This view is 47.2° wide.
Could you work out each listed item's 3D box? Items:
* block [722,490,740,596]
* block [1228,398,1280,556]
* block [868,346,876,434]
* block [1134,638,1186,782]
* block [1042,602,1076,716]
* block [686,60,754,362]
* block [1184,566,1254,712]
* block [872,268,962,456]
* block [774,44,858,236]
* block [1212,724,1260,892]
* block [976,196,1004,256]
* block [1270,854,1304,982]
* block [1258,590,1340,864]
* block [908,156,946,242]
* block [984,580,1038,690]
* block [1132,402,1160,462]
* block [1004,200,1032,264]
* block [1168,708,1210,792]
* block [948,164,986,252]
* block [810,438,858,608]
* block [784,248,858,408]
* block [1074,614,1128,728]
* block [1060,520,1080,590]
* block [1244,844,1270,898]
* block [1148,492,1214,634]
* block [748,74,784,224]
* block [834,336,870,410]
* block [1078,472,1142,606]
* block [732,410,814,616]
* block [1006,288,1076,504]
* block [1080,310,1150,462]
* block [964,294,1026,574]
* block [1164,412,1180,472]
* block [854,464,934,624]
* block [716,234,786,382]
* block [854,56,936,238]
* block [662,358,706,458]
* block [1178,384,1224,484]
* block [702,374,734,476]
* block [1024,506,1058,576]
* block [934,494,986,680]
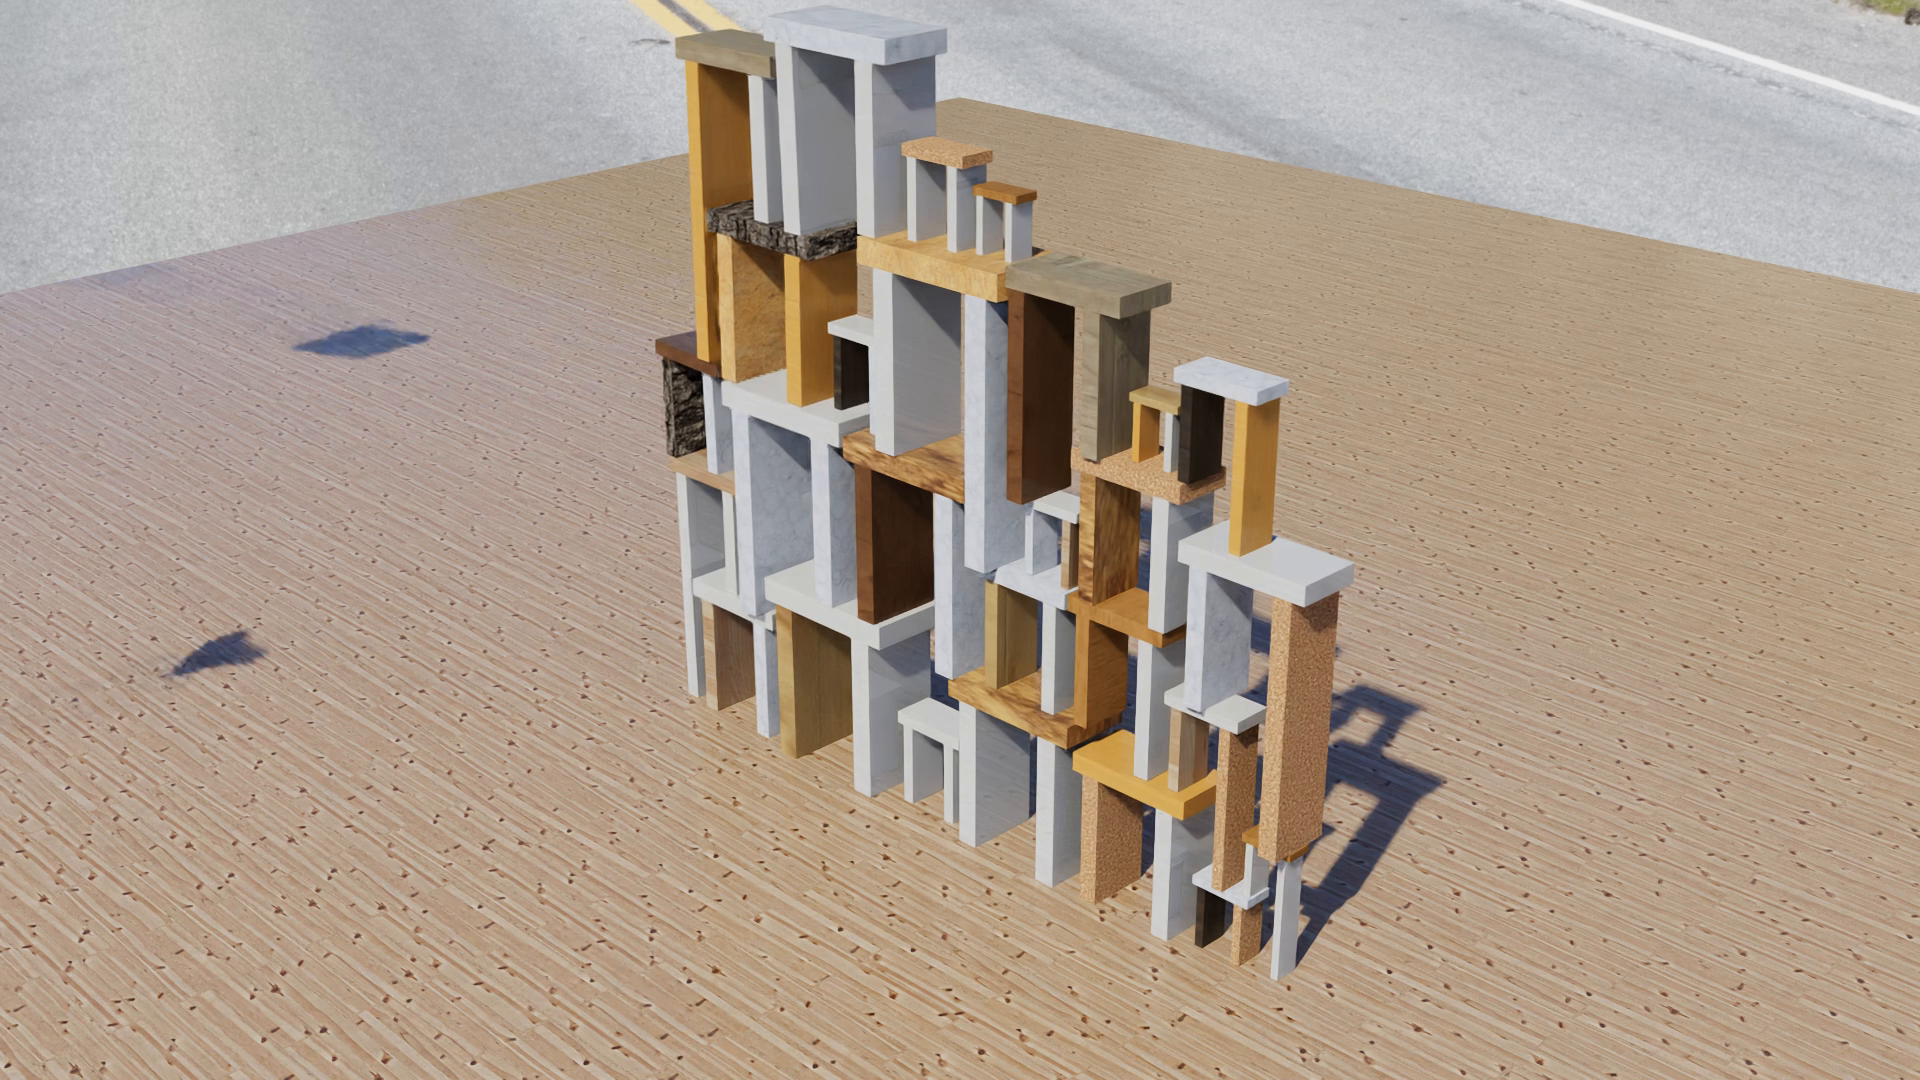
[{"bbox_3d":[-0.448,-0.009,4.708,0.117,0.234,0.033,-22,32,-40],"label":"block"},{"bbox_3d":[0.488,-0.111,3.646,0.086,0.270,0.024,-21,31,-40],"label":"block"},{"bbox_3d":[-0.140,-0.296,4.252,0.021,0.177,0.076,21,31,41],"label":"block"},{"bbox_3d":[0.365,0.289,3.955,0.111,0.274,0.031,-21,31,-40],"label":"block"},{"bbox_3d":[0.202,0.204,4.091,0.031,0.221,0.111,21,31,41],"label":"block"},{"bbox_3d":[-0.474,-0.671,4.457,0.141,0.613,0.040,-19,30,-38],"label":"block"},{"bbox_3d":[0.449,0.152,3.809,0.133,0.266,0.038,-21,31,-40],"label":"block"},{"bbox_3d":[-0.079,-0.354,4.156,0.051,0.358,0.179,21,31,41],"label":"block"},{"bbox_3d":[-0.268,-0.773,4.185,0.045,0.357,0.160,21,32,40],"label":"block"},{"bbox_3d":[0.486,0.465,3.887,0.082,0.323,0.023,-21,31,-40],"label":"block"},{"bbox_3d":[0.053,-0.568,3.934,0.015,0.107,0.054,21,31,40],"label":"block"},{"bbox_3d":[0.577,0.661,3.884,0.015,0.248,0.053,21,31,41],"label":"block"},{"bbox_3d":[0.575,0.306,3.737,0.133,0.492,0.038,-21,31,-40],"label":"block"},{"bbox_3d":[-0.060,-0.629,4.017,0.022,0.155,0.077,21,31,41],"label":"block"},{"bbox_3d":[0.098,0.164,4.187,0.031,0.221,0.111,21,31,41],"label":"block"},{"bbox_3d":[0.322,-0.192,3.796,0.054,0.107,0.015,-21,31,-40],"label":"block"},{"bbox_3d":[0.104,-0.548,3.887,0.015,0.107,0.054,21,31,40],"label":"block"},{"bbox_3d":[0.409,0.361,3.927,0.082,0.164,0.023,-21,31,-41],"label":"block"},{"bbox_3d":[0.013,-0.601,3.950,0.022,0.155,0.077,21,31,40],"label":"block"},{"bbox_3d":[-0.213,-0.056,4.426,0.176,0.353,0.050,-21,31,-41],"label":"block"},{"bbox_3d":[-0.272,-0.427,4.331,0.043,0.303,0.152,22,31,40],"label":"block"},{"bbox_3d":[0.260,0.225,4.041,0.031,0.222,0.111,21,31,40],"label":"block"},{"bbox_3d":[0.214,0.019,3.994,0.019,0.133,0.067,22,31,40],"label":"block"},{"bbox_3d":[0.527,0.576,3.902,0.053,0.105,0.015,-21,31,-41],"label":"block"},{"bbox_3d":[0.385,0.027,3.824,0.035,0.248,0.124,21,31,41],"label":"block"},{"bbox_3d":[-0.339,-0.769,4.271,0.040,0.283,0.141,20,31,40],"label":"block"},{"bbox_3d":[-0.212,-0.336,4.312,0.021,0.151,0.076,22,31,40],"label":"block"},{"bbox_3d":[0.268,-0.019,3.932,0.035,0.248,0.124,21,31,41],"label":"block"},{"bbox_3d":[-0.383,-0.076,4.594,0.176,0.447,0.050,-21,31,-41],"label":"block"},{"bbox_3d":[0.145,-0.270,3.945,0.133,0.398,0.038,-21,31,-40],"label":"block"},{"bbox_3d":[0.269,-0.282,3.804,0.133,0.266,0.038,-21,31,-40],"label":"block"},{"bbox_3d":[0.090,-0.211,4.033,0.179,0.526,0.051,-21,31,-40],"label":"block"},{"bbox_3d":[0.372,-0.173,3.749,0.054,0.107,0.015,-21,31,-40],"label":"block"},{"bbox_3d":[-0.129,-0.013,4.353,0.047,0.330,0.165,21,31,41],"label":"block"},{"bbox_3d":[-0.416,-0.485,4.461,0.043,0.303,0.152,22,31,39],"label":"block"},{"bbox_3d":[-0.117,-0.730,4.043,0.045,0.320,0.160,21,31,40],"label":"block"},{"bbox_3d":[-0.582,-0.295,4.721,0.030,0.215,0.108,21,31,41],"label":"block"},{"bbox_3d":[0.407,-0.188,3.701,0.086,0.173,0.024,-22,31,-41],"label":"block"},{"bbox_3d":[-0.484,-0.254,4.625,0.108,0.215,0.030,-22,31,-40],"label":"block"},{"bbox_3d":[0.150,-0.006,4.053,0.067,0.133,0.019,-21,30,-40],"label":"block"},{"bbox_3d":[0.027,0.068,4.218,0.165,0.373,0.047,-21,31,-41],"label":"block"}]
